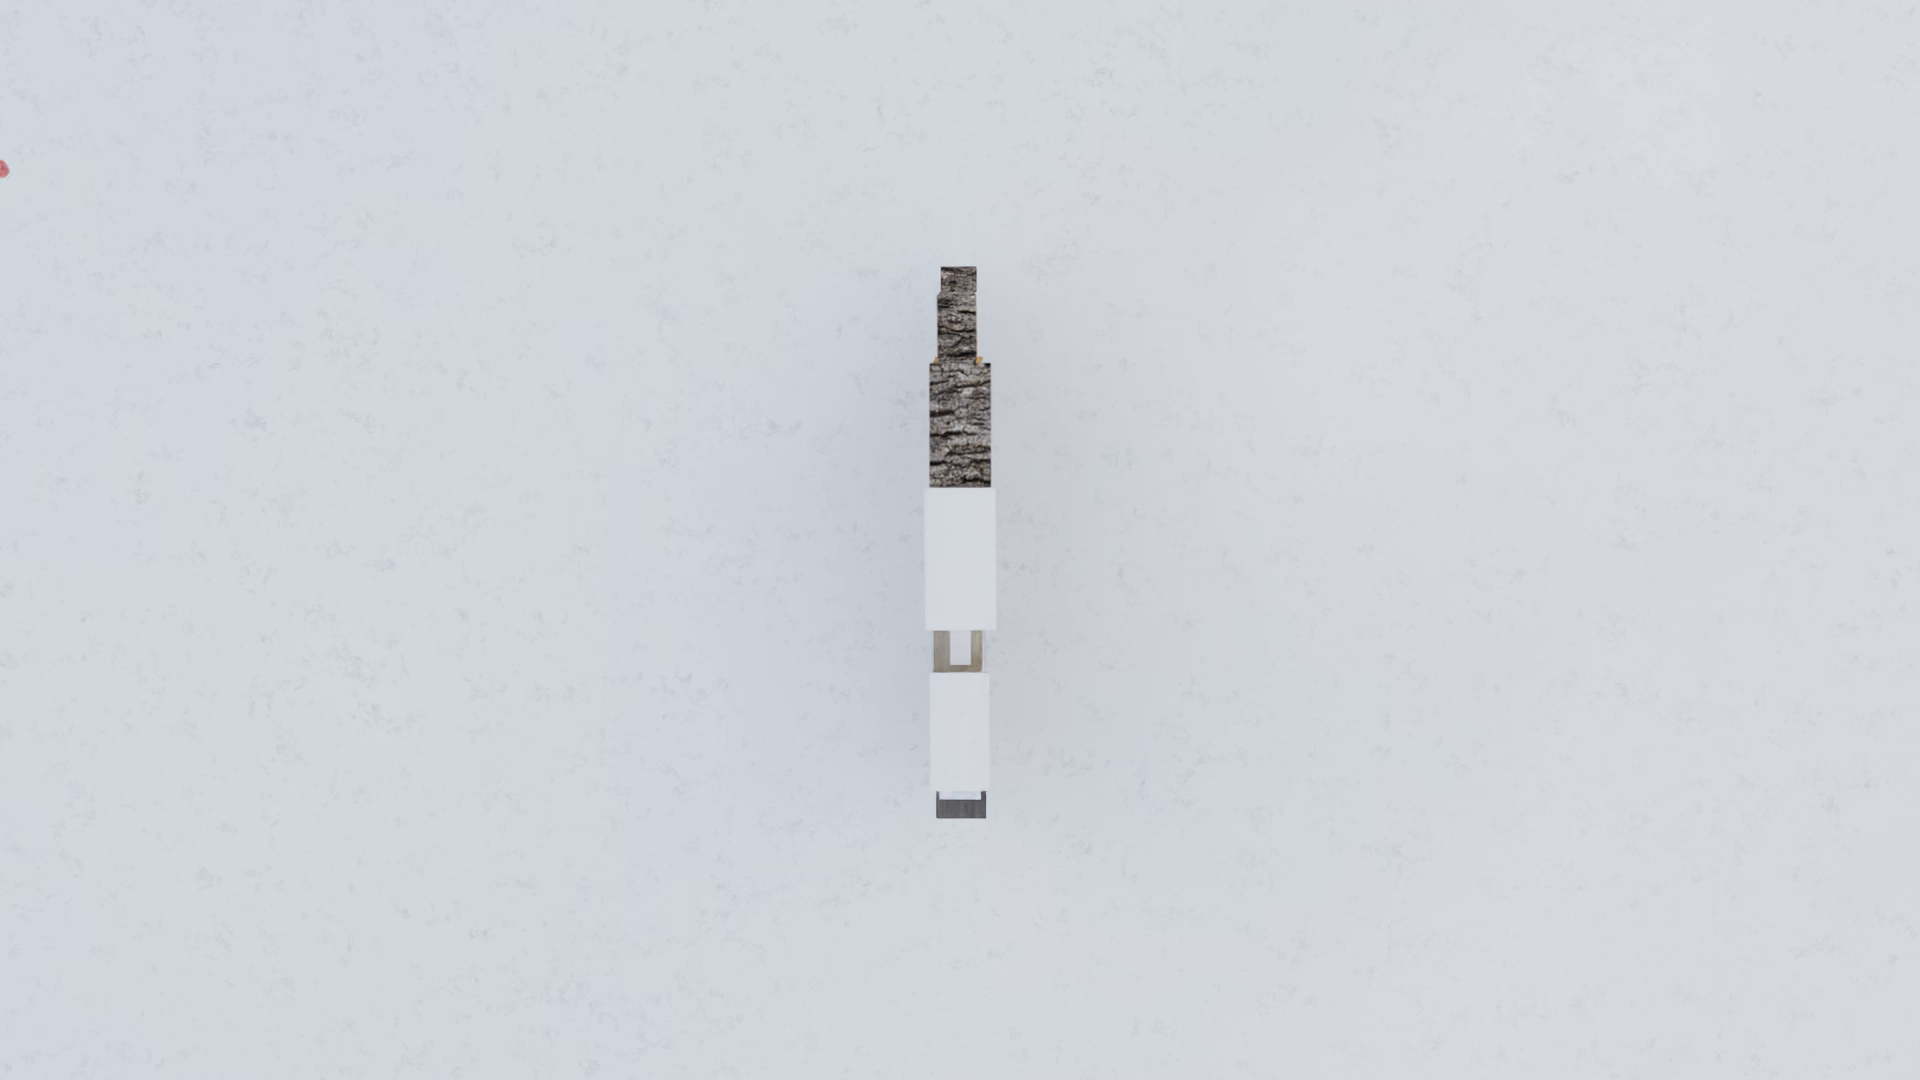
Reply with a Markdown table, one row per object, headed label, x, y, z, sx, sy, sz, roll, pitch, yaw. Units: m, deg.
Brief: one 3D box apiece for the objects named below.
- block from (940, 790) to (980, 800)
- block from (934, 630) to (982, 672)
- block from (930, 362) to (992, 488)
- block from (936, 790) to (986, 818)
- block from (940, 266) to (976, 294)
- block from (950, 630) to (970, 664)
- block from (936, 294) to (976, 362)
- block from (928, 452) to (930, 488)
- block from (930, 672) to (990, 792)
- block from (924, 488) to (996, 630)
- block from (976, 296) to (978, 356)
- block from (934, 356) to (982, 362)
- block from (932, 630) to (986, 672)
| label | x | y | z | sx | sy | sz | roll | pitch | yaw |
| --- | --- | --- | --- | --- | --- | --- | --- | --- | --- |
| block | 0.000 | 0.615 | 4.668 | 0.117 | 0.033 | 0.233 | 0 | 90 | 0 |
| block | -0.006 | 0.243 | 4.627 | 0.135 | 0.038 | 0.271 | 0 | 90 | 0 |
| block | 0.000 | -0.286 | 4.119 | 0.153 | 0.043 | 0.307 | 0 | 90 | 0 |
| block | 0.004 | 0.712 | 5.165 | 0.157 | 0.044 | 0.313 | 0 | 90 | 0 |
| block | -0.004 | -0.754 | 5.254 | 0.115 | 0.033 | 0.230 | 0 | 90 | 0 |
| block | 0.001 | 0.284 | 4.489 | 0.056 | 0.016 | 0.112 | 0 | 90 | 0 |
| block | -0.008 | -0.545 | 4.364 | 0.104 | 0.029 | 0.207 | -1 | 90 | 0 |
| block | -0.003 | -0.068 | 4.472 | 0.170 | 0.048 | 0.339 | 0 | 90 | 0 |
| block | -0.001 | 0.496 | 4.282 | 0.152 | 0.043 | 0.304 | 0 | 90 | 0 |
| block | 0.001 | 0.047 | 4.075 | 0.174 | 0.049 | 0.348 | 0 | 90 | 0 |
| block | 0.001 | -0.623 | 4.955 | 0.109 | 0.031 | 0.218 | 0 | 90 | 0 |
| block | -0.003 | -0.375 | 4.605 | 0.134 | 0.038 | 0.268 | 0 | 90 | 0 |
| block | -0.004 | 0.391 | 4.940 | 0.160 | 0.045 | 0.320 | 0 | 90 | 0 |
